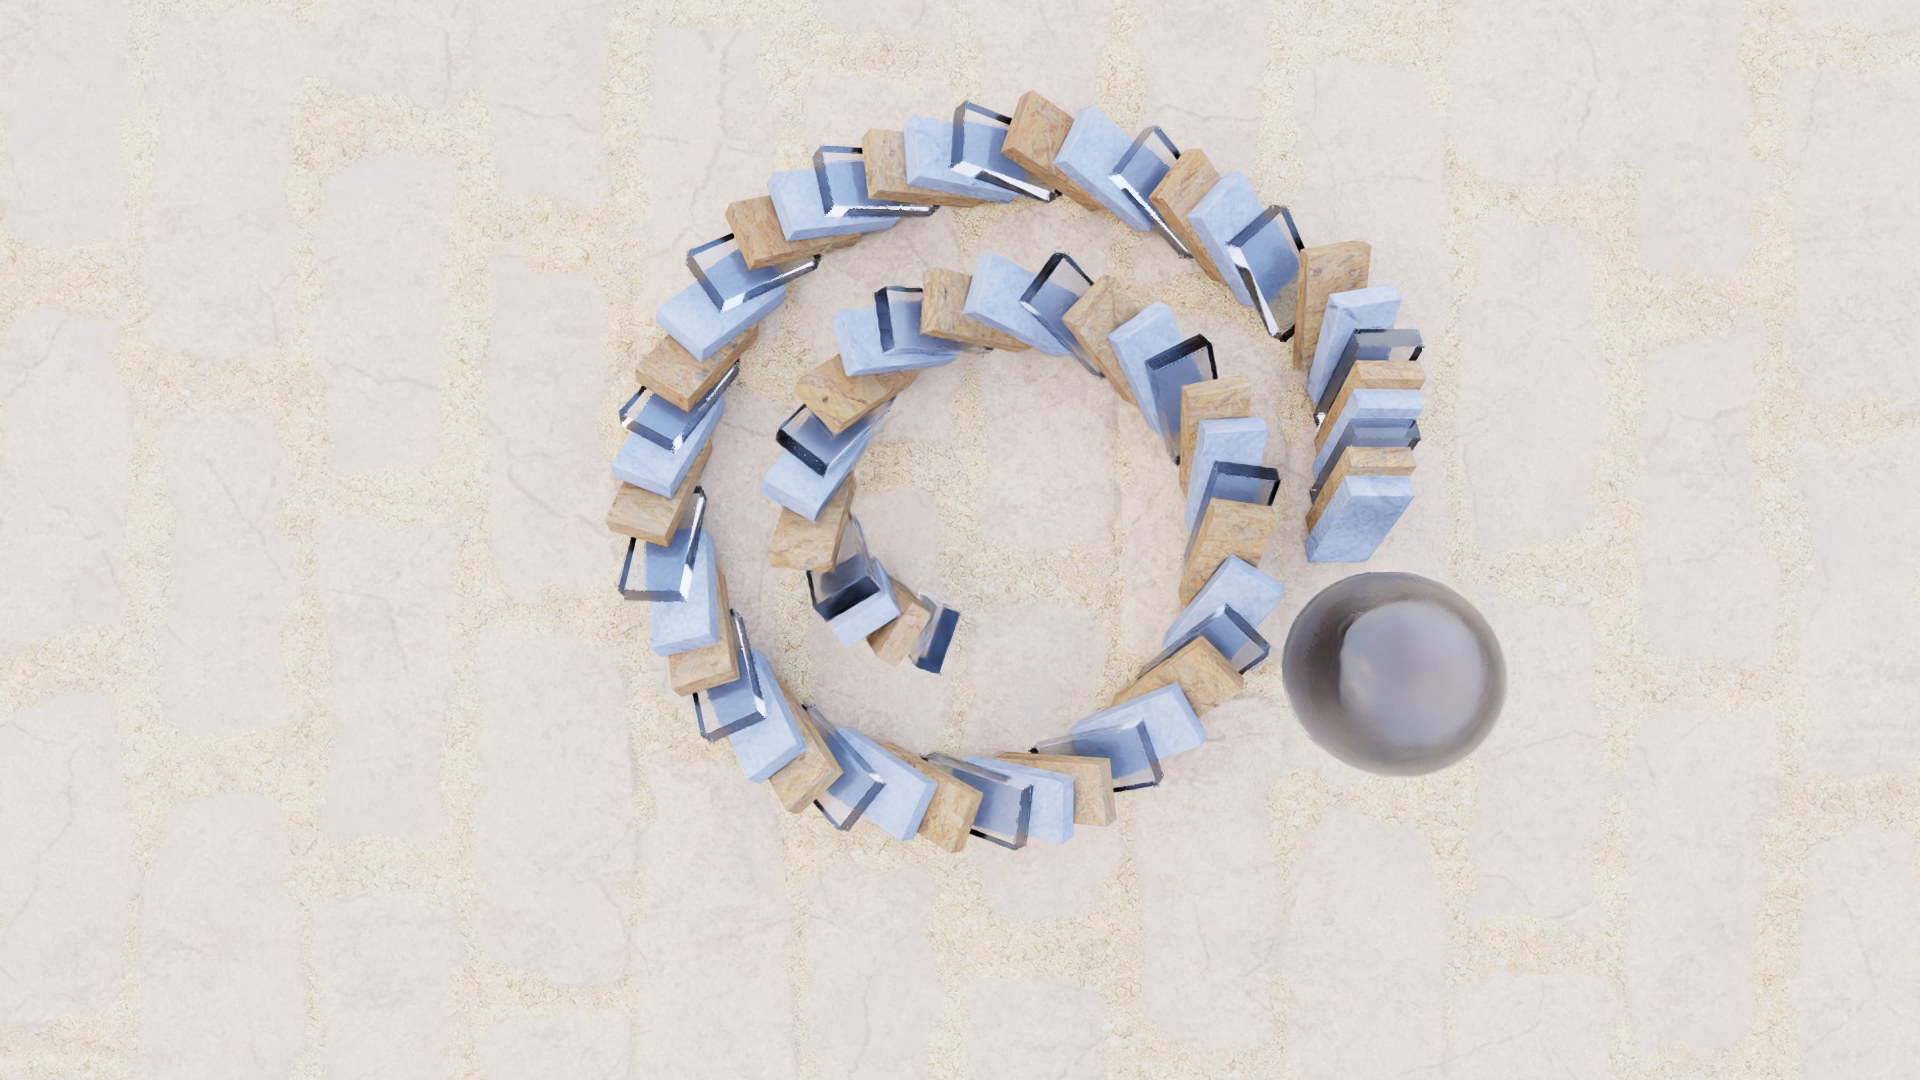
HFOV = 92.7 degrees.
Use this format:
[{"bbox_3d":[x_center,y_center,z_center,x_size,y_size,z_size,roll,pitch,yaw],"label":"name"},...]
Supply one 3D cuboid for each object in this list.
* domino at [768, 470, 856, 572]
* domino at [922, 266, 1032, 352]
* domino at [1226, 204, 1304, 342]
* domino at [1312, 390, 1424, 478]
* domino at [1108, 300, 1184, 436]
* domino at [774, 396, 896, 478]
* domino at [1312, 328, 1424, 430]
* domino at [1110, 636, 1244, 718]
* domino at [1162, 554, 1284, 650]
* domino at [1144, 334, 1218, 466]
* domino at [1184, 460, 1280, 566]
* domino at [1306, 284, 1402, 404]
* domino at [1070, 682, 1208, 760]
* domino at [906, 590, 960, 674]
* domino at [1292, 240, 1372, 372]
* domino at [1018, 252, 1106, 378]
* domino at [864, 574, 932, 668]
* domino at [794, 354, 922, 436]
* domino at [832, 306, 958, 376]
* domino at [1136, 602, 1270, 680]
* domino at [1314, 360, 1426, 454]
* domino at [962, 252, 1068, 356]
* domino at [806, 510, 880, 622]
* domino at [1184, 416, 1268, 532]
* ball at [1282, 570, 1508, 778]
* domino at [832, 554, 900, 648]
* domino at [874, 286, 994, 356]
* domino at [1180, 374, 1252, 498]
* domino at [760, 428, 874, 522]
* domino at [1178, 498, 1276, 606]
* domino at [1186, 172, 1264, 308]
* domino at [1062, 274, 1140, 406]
[{"bbox_3d":[-0.060,-0.010,0.379,0.025,0.010,0.050,5,47,4],"label":"domino"},{"bbox_3d":[0.008,-0.095,0.382,0.050,0.009,0.025,3,89,-35],"label":"domino"},{"bbox_3d":[0.133,-0.111,0.383,0.025,0.009,0.050,-41,123,0],"label":"domino"},{"bbox_3d":[0.166,-0.041,0.376,0.025,0.050,0.010,0,58,0],"label":"domino"},{"bbox_3d":[0.083,-0.071,0.382,0.025,0.009,0.050,-35,125,0],"label":"domino"},{"bbox_3d":[-0.051,-0.051,0.382,0.025,0.009,0.050,38,55,0],"label":"domino"},{"bbox_3d":[0.167,-0.065,0.377,0.025,0.050,0.010,0,56,0],"label":"domino"},{"bbox_3d":[0.090,0.064,0.382,0.025,0.010,0.050,46,122,-2],"label":"domino"},{"bbox_3d":[0.109,0.032,0.383,0.025,0.009,0.050,31,122,0],"label":"domino"},{"bbox_3d":[0.095,-0.057,0.380,0.025,0.010,0.050,-26,130,-1],"label":"domino"},{"bbox_3d":[0.112,-0.008,0.381,0.025,0.010,0.050,7,128,-1],"label":"domino"},{"bbox_3d":[0.161,-0.080,0.378,0.025,0.050,0.009,-9,51,0],"label":"domino"},{"bbox_3d":[0.074,0.081,0.383,0.050,0.010,0.025,-30,91,31],"label":"domino"},{"bbox_3d":[-0.013,0.037,0.375,0.009,0.050,0.025,19,90,-11],"label":"domino"},{"bbox_3d":[0.154,-0.097,0.382,0.025,0.010,0.050,-10,123,-1],"label":"domino"},{"bbox_3d":[0.050,-0.093,0.383,0.050,0.010,0.025,37,90,-32],"label":"domino"},{"bbox_3d":[-0.028,0.032,0.375,0.010,0.050,0.025,34,90,-19],"label":"domino"},{"bbox_3d":[-0.042,-0.066,0.380,0.025,0.009,0.050,47,52,2],"label":"domino"},{"bbox_3d":[-0.027,-0.084,0.382,0.050,0.009,0.025,-14,90,-35],"label":"domino"},{"bbox_3d":[0.101,0.051,0.383,0.025,0.010,0.050,44,122,-1],"label":"domino"},{"bbox_3d":[0.167,-0.053,0.376,0.025,0.050,0.009,0,58,0],"label":"domino"},{"bbox_3d":[0.027,-0.097,0.382,0.050,0.009,0.025,17,87,-34],"label":"domino"},{"bbox_3d":[-0.050,0.009,0.376,0.025,0.050,0.010,-30,127,4],"label":"domino"},{"bbox_3d":[0.110,-0.026,0.380,0.025,0.010,0.050,-3,128,-2],"label":"domino"},{"bbox_3d":[0.169,0.052,0.360,0.080,0.080,0.080,0,90,0],"label":"ball"},{"bbox_3d":[-0.040,0.024,0.375,0.025,0.050,0.009,-32,110,0],"label":"domino"},{"bbox_3d":[-0.010,-0.091,0.381,0.050,0.009,0.025,-7,89,-36],"label":"domino"},{"bbox_3d":[0.105,-0.042,0.380,0.025,0.010,0.050,-10,129,-1],"label":"domino"},{"bbox_3d":[-0.059,-0.033,0.381,0.025,0.009,0.050,29,53,0],"label":"domino"},{"bbox_3d":[0.110,0.007,0.381,0.025,0.010,0.050,8,128,-2],"label":"domino"},{"bbox_3d":[0.117,-0.124,0.382,0.025,0.009,0.050,-48,123,-3],"label":"domino"},{"bbox_3d":[0.067,-0.083,0.383,0.025,0.010,0.050,-46,122,0],"label":"domino"}]
